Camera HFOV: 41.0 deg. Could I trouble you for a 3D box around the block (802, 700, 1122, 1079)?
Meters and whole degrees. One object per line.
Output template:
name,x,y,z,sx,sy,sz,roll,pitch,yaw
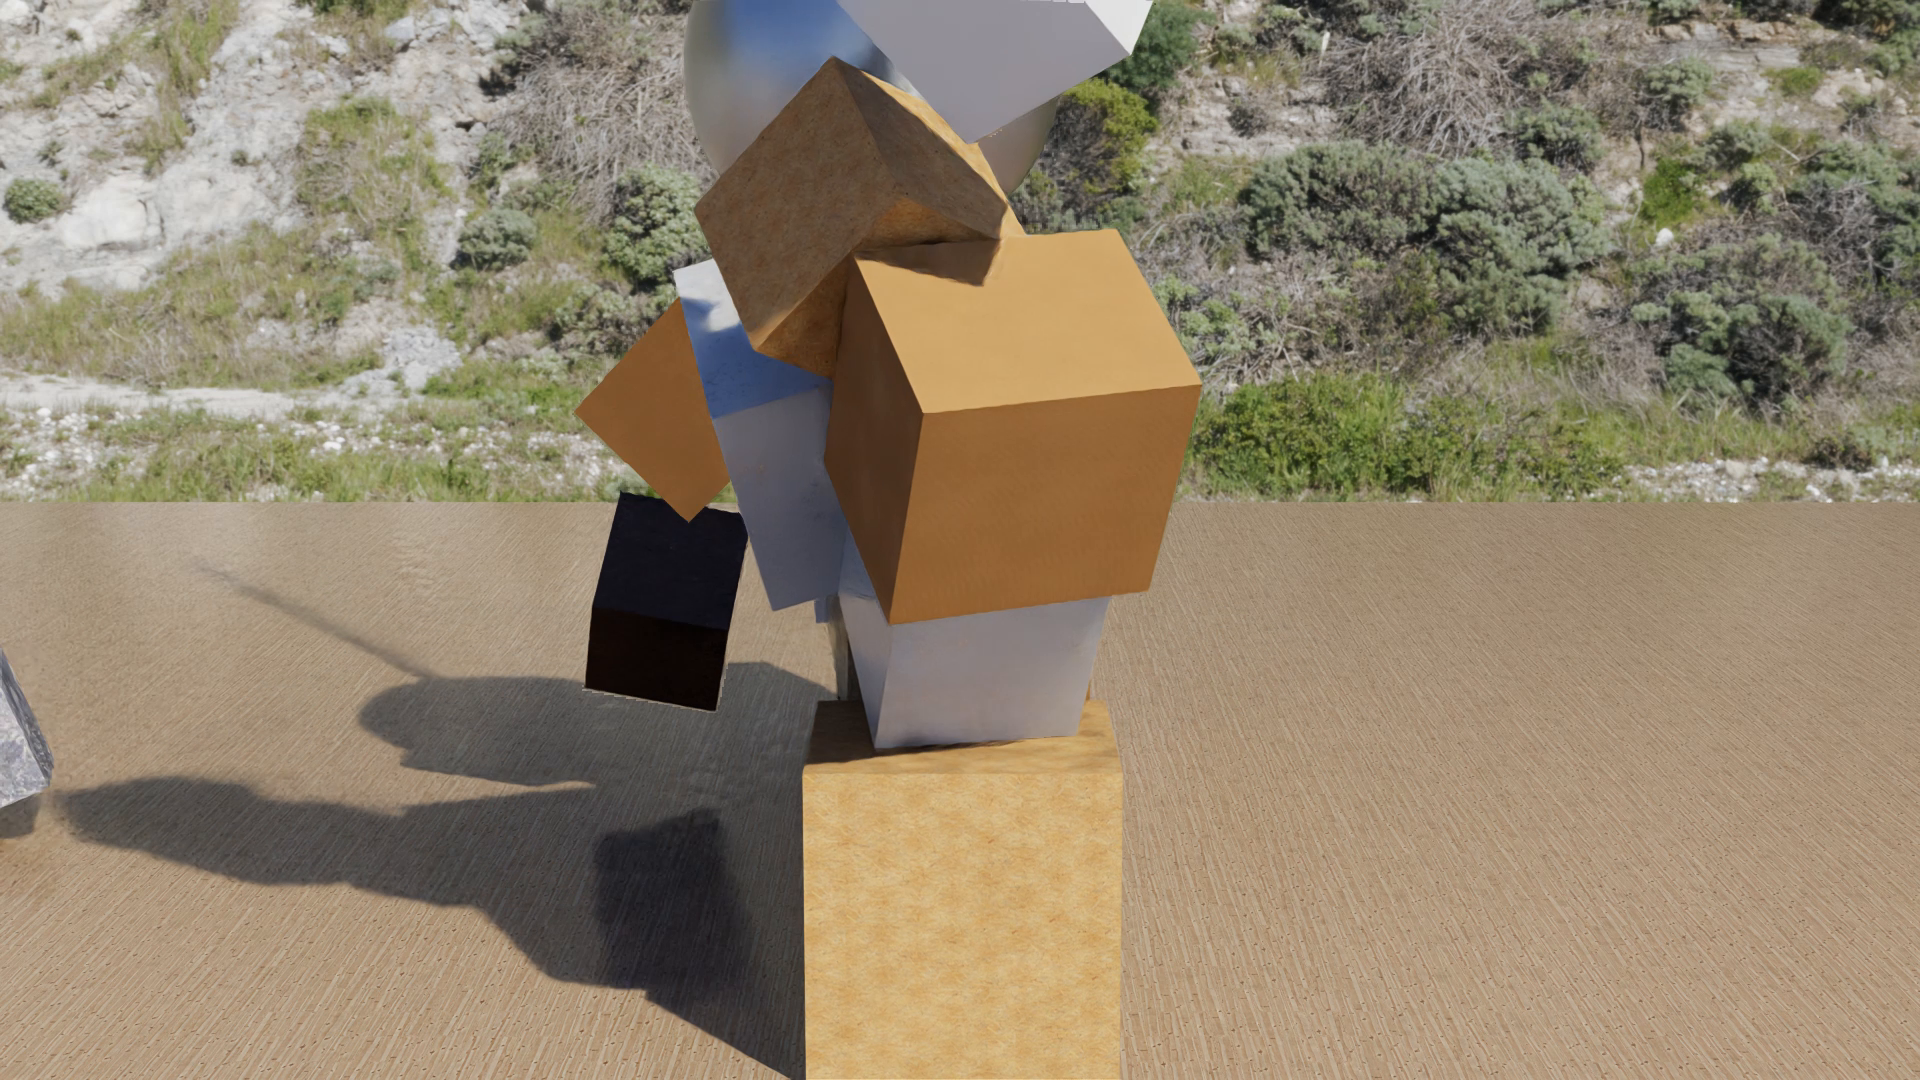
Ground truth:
block,0.009,1.268,9.406,1.098,1.139,1.042,0,10,0

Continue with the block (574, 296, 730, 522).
block,-1.062,-0.725,11.388,0.874,0.698,0.733,-43,6,28

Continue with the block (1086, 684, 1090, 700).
block,0.018,0.770,12.098,1.134,1.156,0.980,0,10,0

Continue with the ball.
ball,-0.367,-2.002,10.816,1.600,1.600,1.600,0,10,0

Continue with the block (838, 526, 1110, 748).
block,0.041,0.129,9.165,0.747,0.906,0.783,-3,45,-14

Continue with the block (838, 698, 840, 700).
block,-0.010,1.019,11.182,0.986,0.994,0.908,0,10,0

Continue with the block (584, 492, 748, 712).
block,-1.497,0.319,13.169,0.681,0.718,0.741,11,51,-4

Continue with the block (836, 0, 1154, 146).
block,0.141,-1.768,7.755,0.666,0.671,0.686,-23,33,39

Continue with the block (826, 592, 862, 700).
block,-0.093,0.203,10.400,0.817,0.921,0.831,-4,38,-7

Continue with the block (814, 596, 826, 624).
block,-0.125,-0.210,11.539,1.018,0.906,1.034,-4,10,4

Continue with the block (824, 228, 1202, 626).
block,0.142,-0.377,8.383,0.912,0.913,0.792,-7,46,-18

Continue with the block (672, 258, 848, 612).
block,-0.404,-0.532,9.784,1.048,0.921,1.035,-17,39,-3

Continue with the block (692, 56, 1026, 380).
block,-0.328,-1.041,8.710,0.672,0.751,0.688,18,37,-46

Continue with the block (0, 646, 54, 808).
block,-4.693,0.949,11.893,0.720,0.629,0.674,-24,13,-13
